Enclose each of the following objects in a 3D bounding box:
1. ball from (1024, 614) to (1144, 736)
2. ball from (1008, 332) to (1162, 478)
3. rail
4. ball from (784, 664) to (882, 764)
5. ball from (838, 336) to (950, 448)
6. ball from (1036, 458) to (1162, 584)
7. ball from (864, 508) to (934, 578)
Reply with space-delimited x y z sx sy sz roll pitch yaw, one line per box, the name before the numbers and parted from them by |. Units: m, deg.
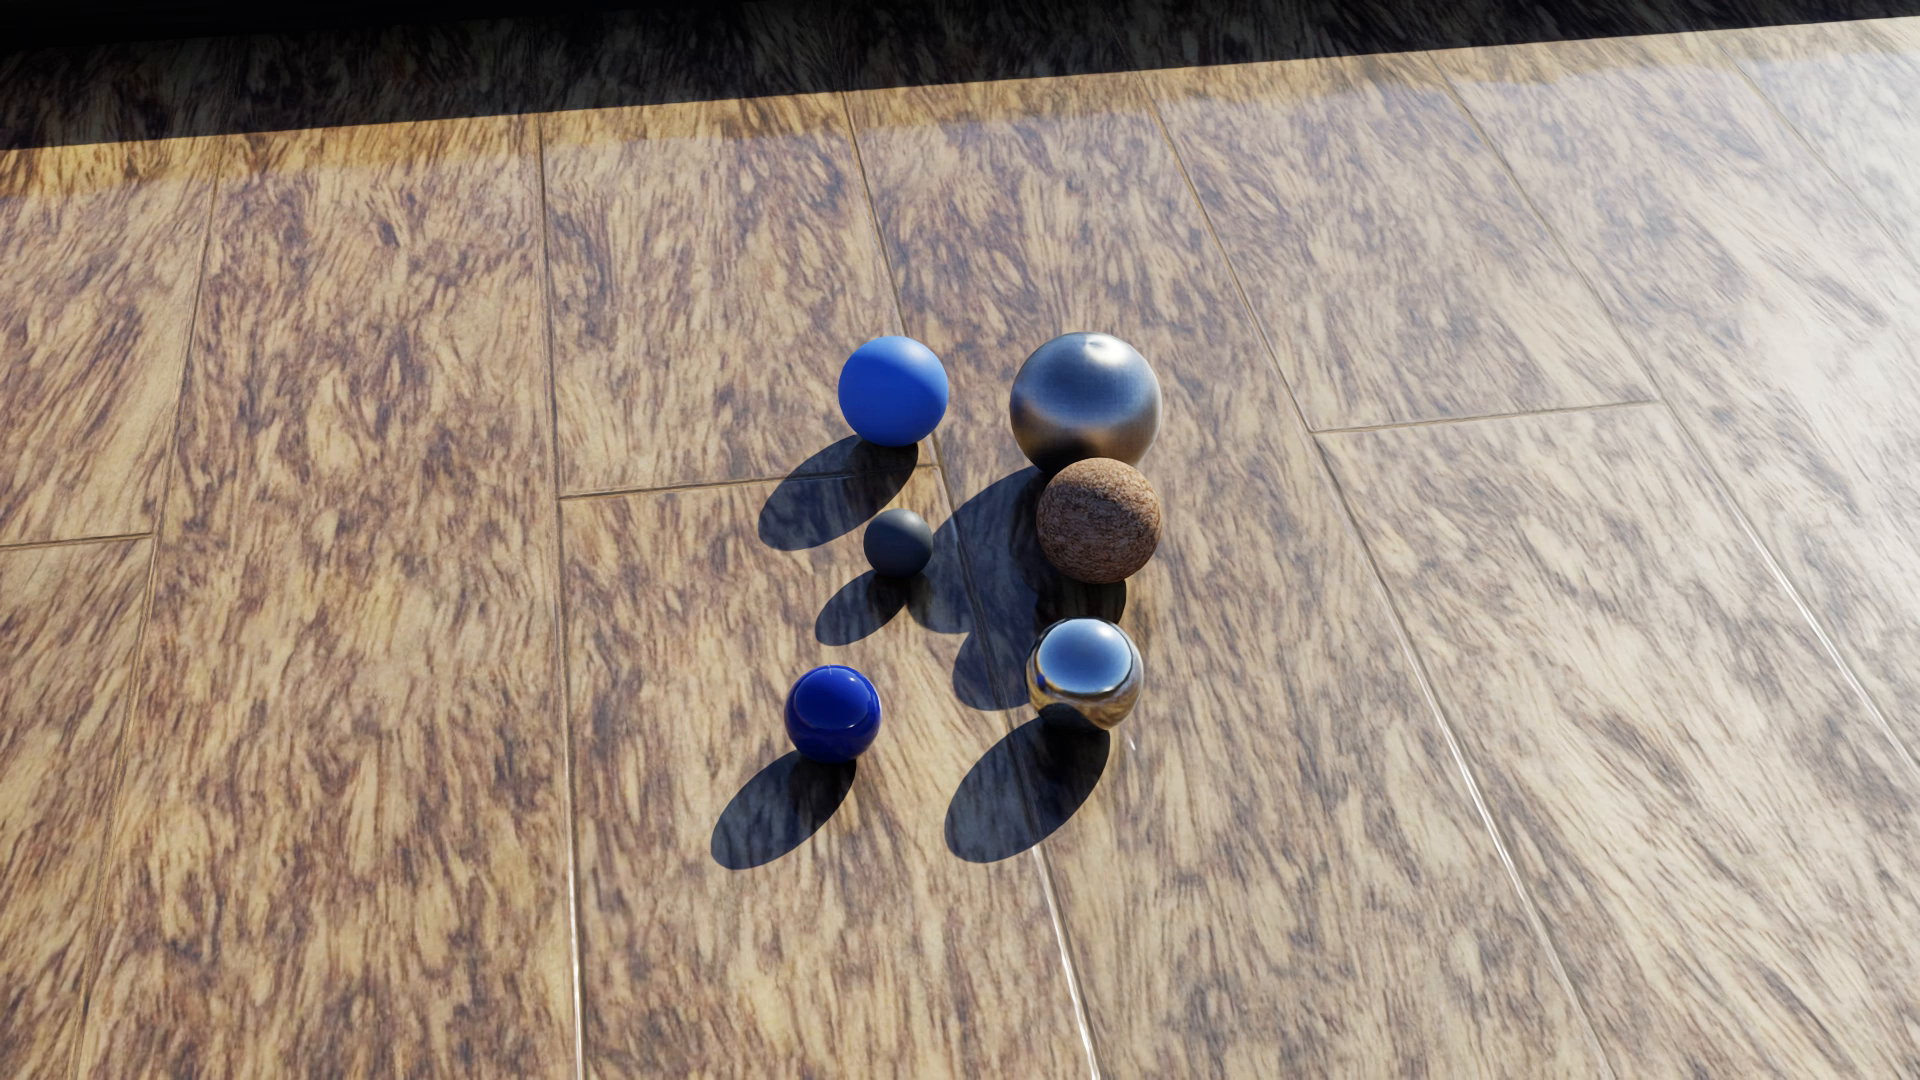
ball | 0.070 0.077 1.457 0.068 0.068 0.068 0 36 0
ball | 0.081 -0.085 1.651 0.099 0.099 0.099 0 36 0
rail | 0.695 -0.596 2.320 3.342 0.128 0.045 -5 37 -7
ball | -0.071 0.098 1.439 0.056 0.056 0.056 0 36 0
ball | -0.044 -0.098 1.690 0.073 0.073 0.073 0 36 0
ball | 0.085 -0.012 1.570 0.078 0.078 0.078 0 36 0
ball | -0.038 0.002 1.580 0.043 0.043 0.043 0 36 0
